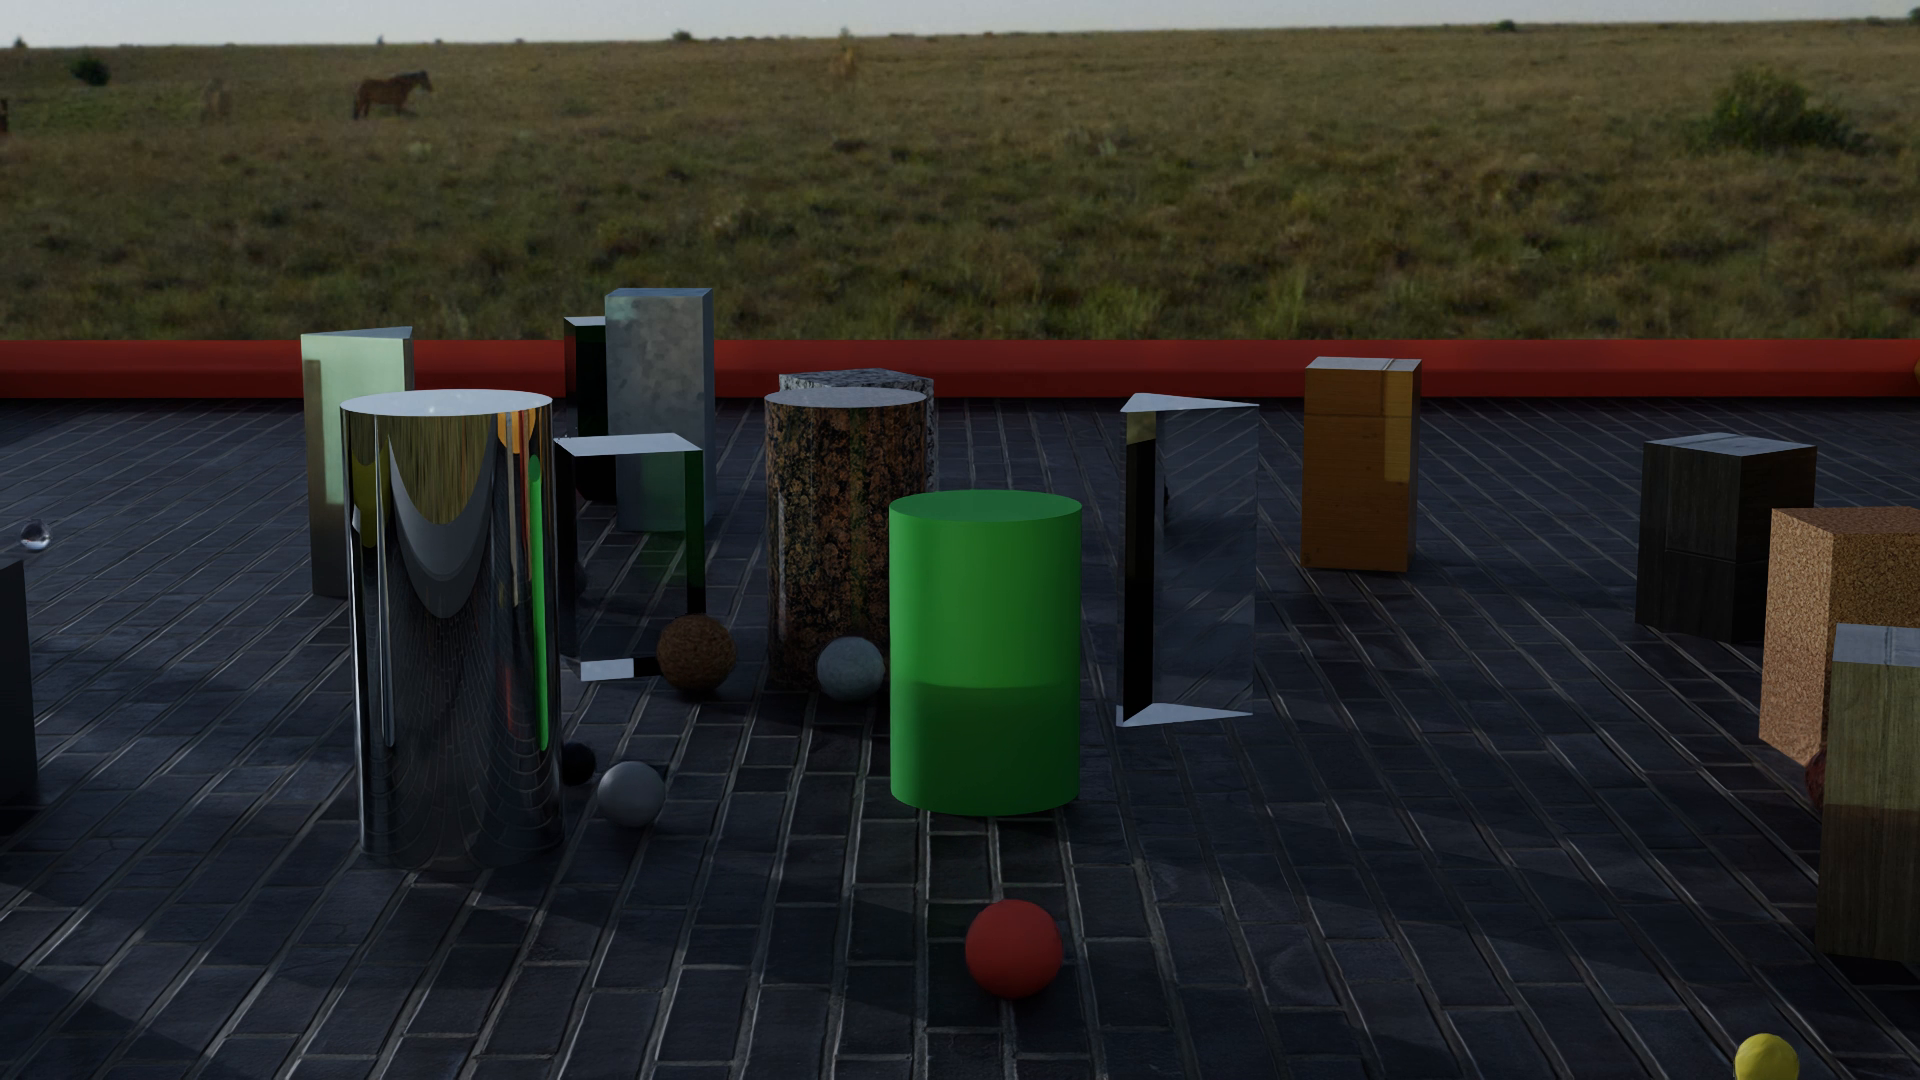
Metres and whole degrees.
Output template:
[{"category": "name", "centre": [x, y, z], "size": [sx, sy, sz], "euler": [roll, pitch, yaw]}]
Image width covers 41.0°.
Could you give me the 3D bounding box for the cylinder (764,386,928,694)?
[{"category": "cylinder", "centre": [-0.135, -0.003, 3.063], "size": [0.192, 0.338, 0.192], "euler": [0, 11, 0]}]

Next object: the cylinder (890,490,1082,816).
[{"category": "cylinder", "centre": [0.025, 0.109, 2.581], "size": [0.192, 0.293, 0.192], "euler": [0, 11, 0]}]

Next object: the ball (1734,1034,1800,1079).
[{"category": "ball", "centre": [0.576, 0.375, 1.831], "size": [0.045, 0.045, 0.045], "euler": [0, 11, 0]}]

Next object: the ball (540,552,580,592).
[{"category": "ball", "centre": [-0.557, 0.045, 3.577], "size": [0.055, 0.055, 0.055], "euler": [0, 11, 0]}]

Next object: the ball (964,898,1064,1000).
[{"category": "ball", "centre": [0.042, 0.322, 2.023], "size": [0.078, 0.078, 0.078], "euler": [0, 11, 0]}]

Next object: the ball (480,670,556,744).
[{"category": "ball", "centre": [-0.479, 0.181, 2.776], "size": [0.080, 0.080, 0.080], "euler": [0, 11, 0]}]

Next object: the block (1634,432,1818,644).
[{"category": "block", "centre": [0.997, -0.006, 3.342], "size": [0.154, 0.241, 0.154], "euler": [-8, 13, -35]}]

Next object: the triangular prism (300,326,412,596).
[{"category": "triangular prism", "centre": [-0.798, -0.110, 3.574], "size": [0.166, 0.361, 0.144], "euler": [4, 11, 19]}]

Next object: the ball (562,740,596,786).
[{"category": "ball", "centre": [-0.395, 0.228, 2.618], "size": [0.046, 0.046, 0.046], "euler": [0, 11, 0]}]

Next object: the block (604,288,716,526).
[{"category": "block", "centre": [-0.480, -0.217, 4.137], "size": [0.154, 0.365, 0.154], "euler": [0, 11, 1]}]

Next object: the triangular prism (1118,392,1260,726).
[{"category": "triangular prism", "centre": [0.230, 0.017, 2.915], "size": [0.166, 0.353, 0.144], "euler": [-4, 11, -20]}]

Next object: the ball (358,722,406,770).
[{"category": "ball", "centre": [-0.603, 0.215, 2.678], "size": [0.049, 0.049, 0.049], "euler": [0, 11, 0]}]

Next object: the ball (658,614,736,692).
[{"category": "ball", "centre": [-0.308, 0.133, 3.003], "size": [0.091, 0.091, 0.091], "euler": [0, 11, 0]}]

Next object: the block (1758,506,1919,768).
[{"category": "block", "centre": [0.958, 0.104, 2.716], "size": [0.154, 0.254, 0.154], "euler": [-1, 11, -6]}]

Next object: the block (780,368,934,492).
[{"category": "block", "centre": [-0.140, -0.067, 3.481], "size": [0.154, 0.310, 0.154], "euler": [-6, 12, -30]}]

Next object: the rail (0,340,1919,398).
[{"category": "rail", "centre": [-0.013, -0.374, 5.634], "size": [4.300, 0.125, 0.045], "euler": [0, 11, 0]}]

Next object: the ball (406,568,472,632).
[{"category": "ball", "centre": [-0.676, 0.077, 3.328], "size": [0.083, 0.083, 0.083], "euler": [0, 11, 0]}]

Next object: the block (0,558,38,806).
[{"category": "block", "centre": [-1.030, 0.146, 2.552], "size": [0.154, 0.231, 0.154], "euler": [0, 11, 1]}]

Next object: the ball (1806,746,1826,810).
[{"category": "ball", "centre": [0.865, 0.234, 2.505], "size": [0.075, 0.075, 0.075], "euler": [0, 11, 0]}]

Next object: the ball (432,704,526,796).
[{"category": "ball", "centre": [-0.484, 0.211, 2.584], "size": [0.092, 0.092, 0.092], "euler": [0, 11, 0]}]

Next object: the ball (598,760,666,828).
[{"category": "ball", "centre": [-0.317, 0.245, 2.472], "size": [0.065, 0.065, 0.065], "euler": [0, 11, 0]}]

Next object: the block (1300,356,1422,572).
[{"category": "block", "centre": [0.592, -0.115, 3.785], "size": [0.154, 0.292, 0.154], "euler": [3, 11, 14]}]

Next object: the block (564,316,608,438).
[{"category": "block", "centre": [-0.596, -0.236, 4.446], "size": [0.154, 0.290, 0.154], "euler": [-3, 11, -16]}]

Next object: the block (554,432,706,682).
[{"category": "block", "centre": [-0.404, 0.017, 3.133], "size": [0.154, 0.271, 0.154], "euler": [-4, 11, -19]}]

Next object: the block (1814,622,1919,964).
[{"category": "block", "centre": [0.807, 0.212, 2.152], "size": [0.154, 0.248, 0.154], "euler": [4, 11, 20]}]

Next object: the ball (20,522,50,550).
[{"category": "ball", "centre": [-1.400, -0.006, 3.884], "size": [0.043, 0.043, 0.043], "euler": [0, 11, 0]}]

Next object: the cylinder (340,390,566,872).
[{"category": "cylinder", "centre": [-0.472, 0.079, 2.397], "size": [0.192, 0.419, 0.192], "euler": [0, 11, 0]}]

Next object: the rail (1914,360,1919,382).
[{"category": "rail", "centre": [2.126, 0.030, 3.461], "size": [0.045, 0.125, 4.491], "euler": [0, 11, 0]}]

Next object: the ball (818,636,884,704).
[{"category": "ball", "centre": [-0.125, 0.149, 2.954], "size": [0.078, 0.078, 0.078], "euler": [0, 11, 0]}]
